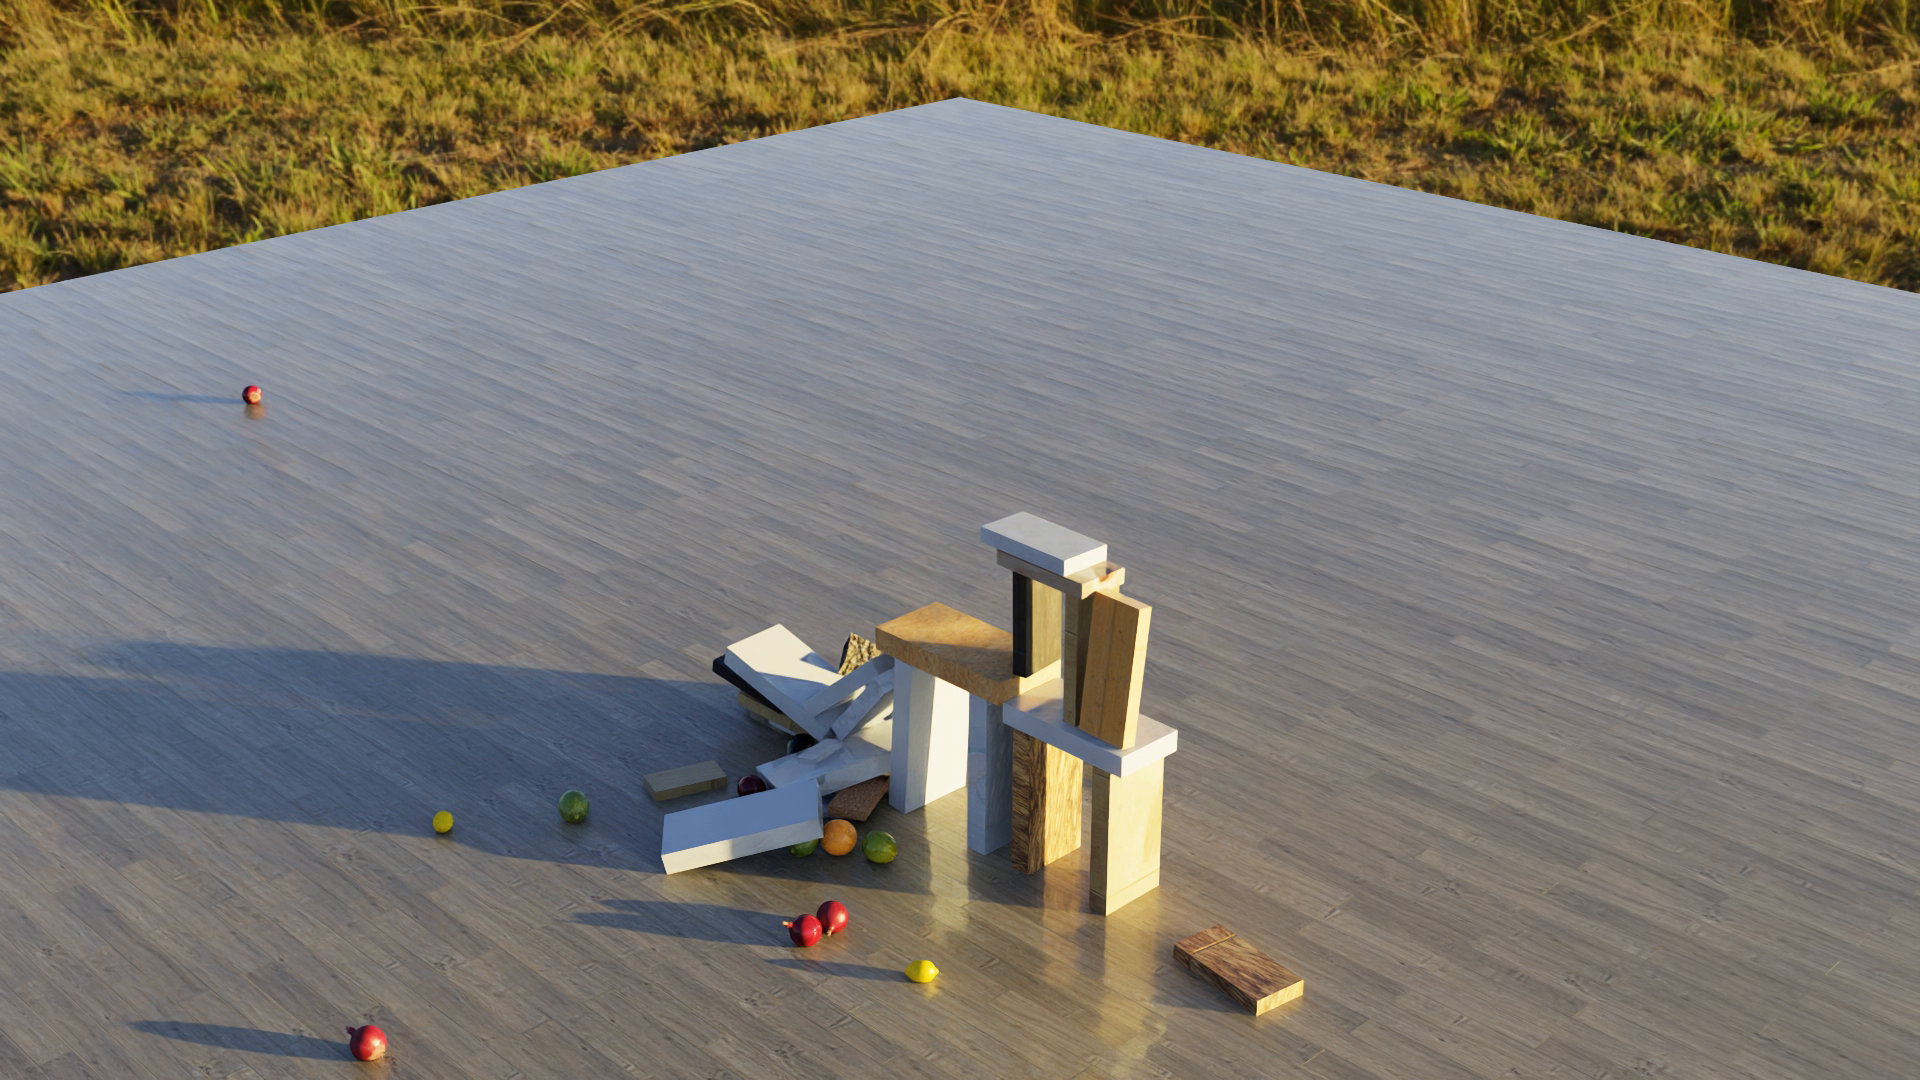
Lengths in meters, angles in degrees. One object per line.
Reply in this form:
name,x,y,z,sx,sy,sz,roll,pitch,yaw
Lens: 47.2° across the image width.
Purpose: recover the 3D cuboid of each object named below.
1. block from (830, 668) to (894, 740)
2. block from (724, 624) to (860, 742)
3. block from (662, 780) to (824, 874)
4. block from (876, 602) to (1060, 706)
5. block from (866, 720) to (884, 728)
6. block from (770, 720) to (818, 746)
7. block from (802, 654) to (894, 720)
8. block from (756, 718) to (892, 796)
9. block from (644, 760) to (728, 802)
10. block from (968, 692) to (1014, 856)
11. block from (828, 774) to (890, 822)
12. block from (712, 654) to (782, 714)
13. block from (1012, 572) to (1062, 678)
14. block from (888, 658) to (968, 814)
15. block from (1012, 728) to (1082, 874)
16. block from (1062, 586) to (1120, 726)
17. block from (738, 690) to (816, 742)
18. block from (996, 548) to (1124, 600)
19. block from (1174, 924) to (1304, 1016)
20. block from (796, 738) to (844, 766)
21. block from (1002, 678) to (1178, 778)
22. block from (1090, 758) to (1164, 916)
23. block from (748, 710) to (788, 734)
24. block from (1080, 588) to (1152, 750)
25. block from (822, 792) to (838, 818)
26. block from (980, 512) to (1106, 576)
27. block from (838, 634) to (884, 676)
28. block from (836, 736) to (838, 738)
block,-0.160,0.321,4.506,0.133,0.266,0.038,-27,78,-33
block,-0.342,0.305,4.706,0.311,0.044,0.155,36,39,29
block,-0.424,0.559,4.300,0.310,0.044,0.155,-13,23,1
block,0.013,0.219,4.305,0.341,0.048,0.171,22,31,40
block,-0.140,0.419,4.668,0.246,0.013,0.046,27,35,19
block,-0.346,0.402,4.760,0.121,0.017,0.060,24,34,24
block,-0.201,0.286,4.529,0.133,0.038,0.265,-24,-7,-43
block,-0.248,0.459,4.527,0.310,0.044,0.155,-18,19,-18
block,-0.569,0.499,4.557,0.156,0.022,0.078,-11,25,-23
block,0.093,0.431,4.308,0.171,0.341,0.048,-21,32,-41
block,-0.204,0.518,4.456,0.078,0.022,0.156,7,23,16
block,-0.431,0.302,4.800,0.206,0.029,0.103,29,36,30
block,0.146,0.139,4.153,0.031,0.221,0.110,17,28,36
block,-0.059,0.371,4.447,0.171,0.341,0.048,-21,35,-40
block,0.169,0.480,4.242,0.043,0.302,0.151,21,31,41
block,0.242,0.204,4.056,0.110,0.265,0.031,-21,31,-40
block,-0.369,0.362,4.773,0.206,0.029,0.103,24,34,23
block,0.184,0.048,4.047,0.110,0.031,0.220,-20,30,-39
block,0.495,0.764,3.920,0.110,0.031,0.220,-16,28,-33
block,-0.288,0.436,4.532,0.046,0.013,0.092,3,24,40
block,0.241,0.348,4.111,0.151,0.043,0.302,-21,31,-40
block,0.311,0.536,4.111,0.043,0.302,0.151,21,31,41
block,-0.401,0.390,4.821,0.060,0.017,0.121,-21,30,-40
block,0.280,0.233,3.978,0.031,0.271,0.110,-12,25,-42
block,-0.264,0.536,4.470,0.151,0.021,0.076,2,23,4
block,0.153,0.006,4.066,0.110,0.031,0.220,-20,30,-39
block,-0.132,0.303,4.792,0.266,0.038,0.133,27,21,-8
block,-0.221,0.401,4.703,0.206,0.029,0.103,32,37,24
